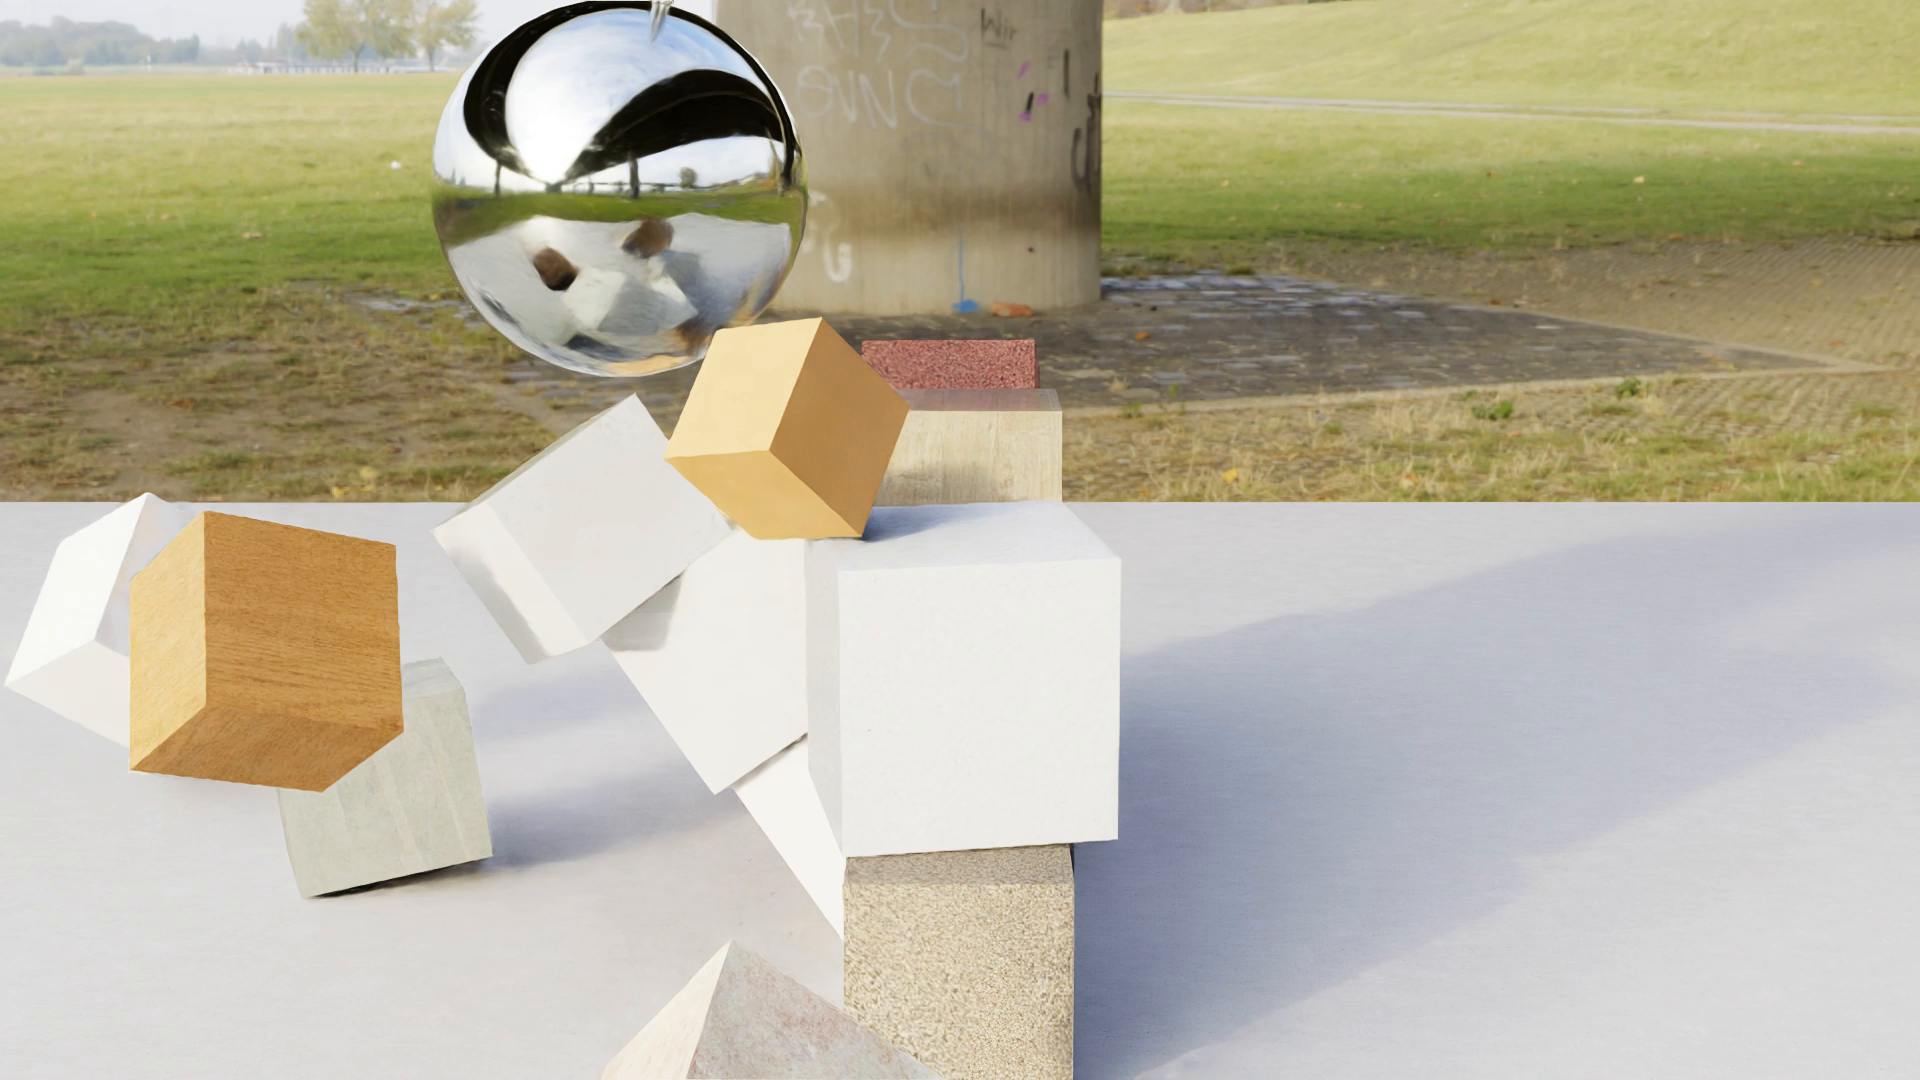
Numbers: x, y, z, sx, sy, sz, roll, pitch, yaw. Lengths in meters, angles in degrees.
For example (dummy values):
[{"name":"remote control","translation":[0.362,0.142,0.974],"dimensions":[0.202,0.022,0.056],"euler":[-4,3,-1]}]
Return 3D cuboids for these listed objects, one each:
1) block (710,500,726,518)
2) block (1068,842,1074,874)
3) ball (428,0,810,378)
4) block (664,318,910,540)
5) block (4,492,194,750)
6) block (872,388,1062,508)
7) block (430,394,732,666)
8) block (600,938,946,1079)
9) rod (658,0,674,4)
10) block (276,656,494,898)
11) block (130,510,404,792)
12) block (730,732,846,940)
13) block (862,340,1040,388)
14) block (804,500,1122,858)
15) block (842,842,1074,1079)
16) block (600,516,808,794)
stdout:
[{"name":"block","translation":[-1.275,0.158,12.392],"dimensions":[0.693,0.736,0.824],"euler":[4,-9,13]},{"name":"block","translation":[0.015,1.341,9.870],"dimensions":[0.816,0.830,0.682],"euler":[0,10,0]},{"name":"ball","translation":[-1.442,-1.494,10.909],"dimensions":[1.600,1.600,1.600],"euler":[0,10,0]},{"name":"block","translation":[-0.613,-0.386,9.165],"dimensions":[0.506,0.554,0.554],"euler":[-3,-33,38]},{"name":"block","translation":[-3.992,0.415,12.533],"dimensions":[0.823,0.837,0.753],"euler":[-22,-44,38]},{"name":"block","translation":[-0.001,-0.226,12.010],"dimensions":[0.921,0.872,0.841],"euler":[0,10,0]},{"name":"block","translation":[-1.496,-0.033,10.121],"dimensions":[0.757,0.664,0.682],"euler":[-40,10,-29]},{"name":"block","translation":[-0.560,1.691,6.984],"dimensions":[0.773,0.658,0.663],"euler":[36,30,-13]},{"name":"rod","translation":[-0.625,-4.741,10.318],"dimensions":[0.080,5.200,0.080],"euler":[14,10,-2]},{"name":"block","translation":[-2.604,1.037,11.393],"dimensions":[0.829,0.763,0.756],"euler":[-11,11,-17]},{"name":"block","translation":[-2.575,0.428,9.504],"dimensions":[0.755,0.756,0.664],"euler":[12,-31,-37]},{"name":"block","translation":[-0.327,1.028,10.550],"dimensions":[0.817,0.899,0.757],"euler":[-34,9,6]},{"name":"block","translation":[-0.036,-0.433,13.039],"dimensions":[0.853,1.027,0.914],"euler":[0,-5,3]},{"name":"block","translation":[-0.013,0.478,9.405],"dimensions":[0.989,1.031,0.968],"euler":[-3,13,-10]},{"name":"block","translation":[-0.005,1.490,9.148],"dimensions":[0.786,0.794,0.770],"euler":[0,10,0]},{"name":"block","translation":[-0.826,0.351,10.416],"dimensions":[0.920,0.802,0.847],"euler":[-34,9,4]}]
